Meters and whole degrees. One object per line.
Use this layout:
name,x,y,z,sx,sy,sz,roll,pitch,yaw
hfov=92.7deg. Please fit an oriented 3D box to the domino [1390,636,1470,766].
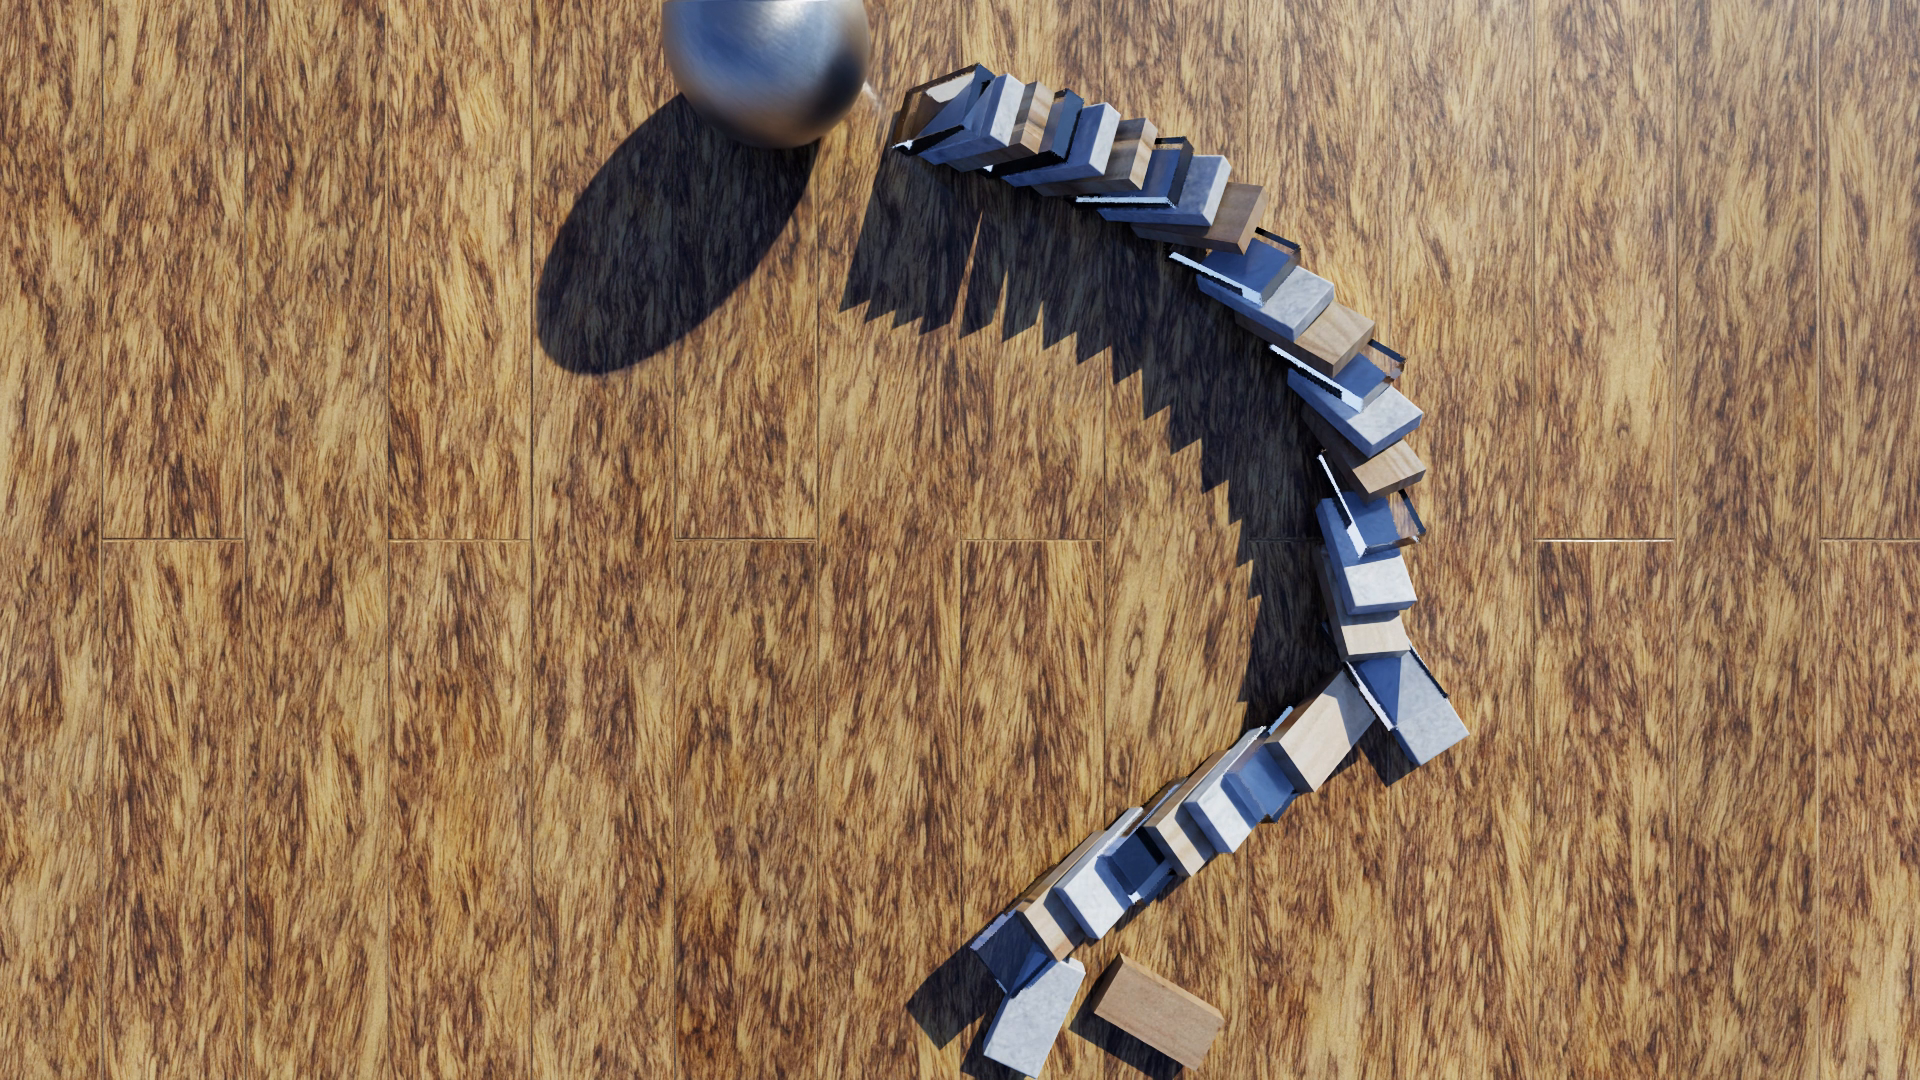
domino,0.193,0.069,0.395,0.025,0.010,0.050,-33,90,0

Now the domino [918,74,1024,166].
domino,0.004,-0.172,0.377,0.009,0.050,0.025,16,90,-38

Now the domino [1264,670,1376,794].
domino,0.151,0.080,0.384,0.050,0.010,0.025,-35,90,-29

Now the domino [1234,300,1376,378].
domino,0.143,-0.091,0.382,0.025,0.009,0.050,-45,59,-5

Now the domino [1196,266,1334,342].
domino,0.127,-0.106,0.383,0.025,0.010,0.050,-47,59,-1

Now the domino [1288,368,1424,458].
domino,0.163,-0.059,0.382,0.025,0.009,0.050,-32,57,-3

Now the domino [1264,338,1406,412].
domino,0.155,-0.077,0.382,0.025,0.009,0.050,-43,58,-5

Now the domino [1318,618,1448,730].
domino,0.177,0.051,0.385,0.025,0.009,0.050,-29,65,2

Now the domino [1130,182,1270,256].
domino,0.099,-0.136,0.382,0.050,0.009,0.025,24,90,35

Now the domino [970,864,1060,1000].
domino,0.031,0.164,0.387,0.050,0.009,0.025,-38,90,-20

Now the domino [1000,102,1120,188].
domino,0.041,-0.162,0.379,0.010,0.050,0.025,16,90,-43

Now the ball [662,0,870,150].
ball,-0.075,-0.197,0.360,0.080,0.080,0.080,0,90,0

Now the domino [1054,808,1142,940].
domino,0.065,0.138,0.383,0.050,0.009,0.025,-36,90,-28

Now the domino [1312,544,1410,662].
domino,0.168,0.025,0.385,0.025,0.010,0.050,-5,64,0

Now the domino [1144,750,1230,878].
domino,0.103,0.114,0.384,0.050,0.010,0.025,-35,90,-27

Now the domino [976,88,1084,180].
domino,0.027,-0.166,0.377,0.009,0.050,0.025,16,90,-38

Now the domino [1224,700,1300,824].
domino,0.135,0.092,0.383,0.050,0.009,0.025,-35,90,-30

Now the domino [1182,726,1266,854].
domino,0.118,0.104,0.383,0.050,0.009,0.025,-35,90,-30

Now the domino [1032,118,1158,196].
domino,0.055,-0.158,0.380,0.050,0.010,0.025,15,90,42

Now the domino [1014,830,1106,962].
domino,0.050,0.149,0.385,0.050,0.010,0.025,-35,90,-25

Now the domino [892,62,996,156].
domino,-0.008,-0.176,0.378,0.009,0.050,0.025,15,90,-39

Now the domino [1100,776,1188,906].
domino,0.084,0.126,0.384,0.050,0.009,0.025,-36,90,-28

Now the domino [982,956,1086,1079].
domino,0.032,0.202,0.395,0.025,0.010,0.050,25,90,0

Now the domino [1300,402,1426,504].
domino,0.168,-0.041,0.384,0.025,0.010,0.050,-23,60,0

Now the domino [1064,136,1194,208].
domino,0.069,-0.152,0.381,0.050,0.010,0.025,17,90,38

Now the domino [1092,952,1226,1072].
domino,0.085,0.203,0.395,0.050,0.010,0.025,30,90,0

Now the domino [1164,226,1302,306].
domino,0.113,-0.120,0.383,0.050,0.010,0.025,39,90,31

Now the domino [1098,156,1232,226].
domino,0.084,-0.146,0.381,0.050,0.010,0.025,19,90,38

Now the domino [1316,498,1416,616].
domino,0.169,0.005,0.383,0.025,0.010,0.050,-6,63,0

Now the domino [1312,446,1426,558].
domino,0.171,-0.020,0.384,0.025,0.009,0.050,-14,63,0

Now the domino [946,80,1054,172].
domino,0.015,-0.169,0.377,0.010,0.050,0.025,16,90,-38
